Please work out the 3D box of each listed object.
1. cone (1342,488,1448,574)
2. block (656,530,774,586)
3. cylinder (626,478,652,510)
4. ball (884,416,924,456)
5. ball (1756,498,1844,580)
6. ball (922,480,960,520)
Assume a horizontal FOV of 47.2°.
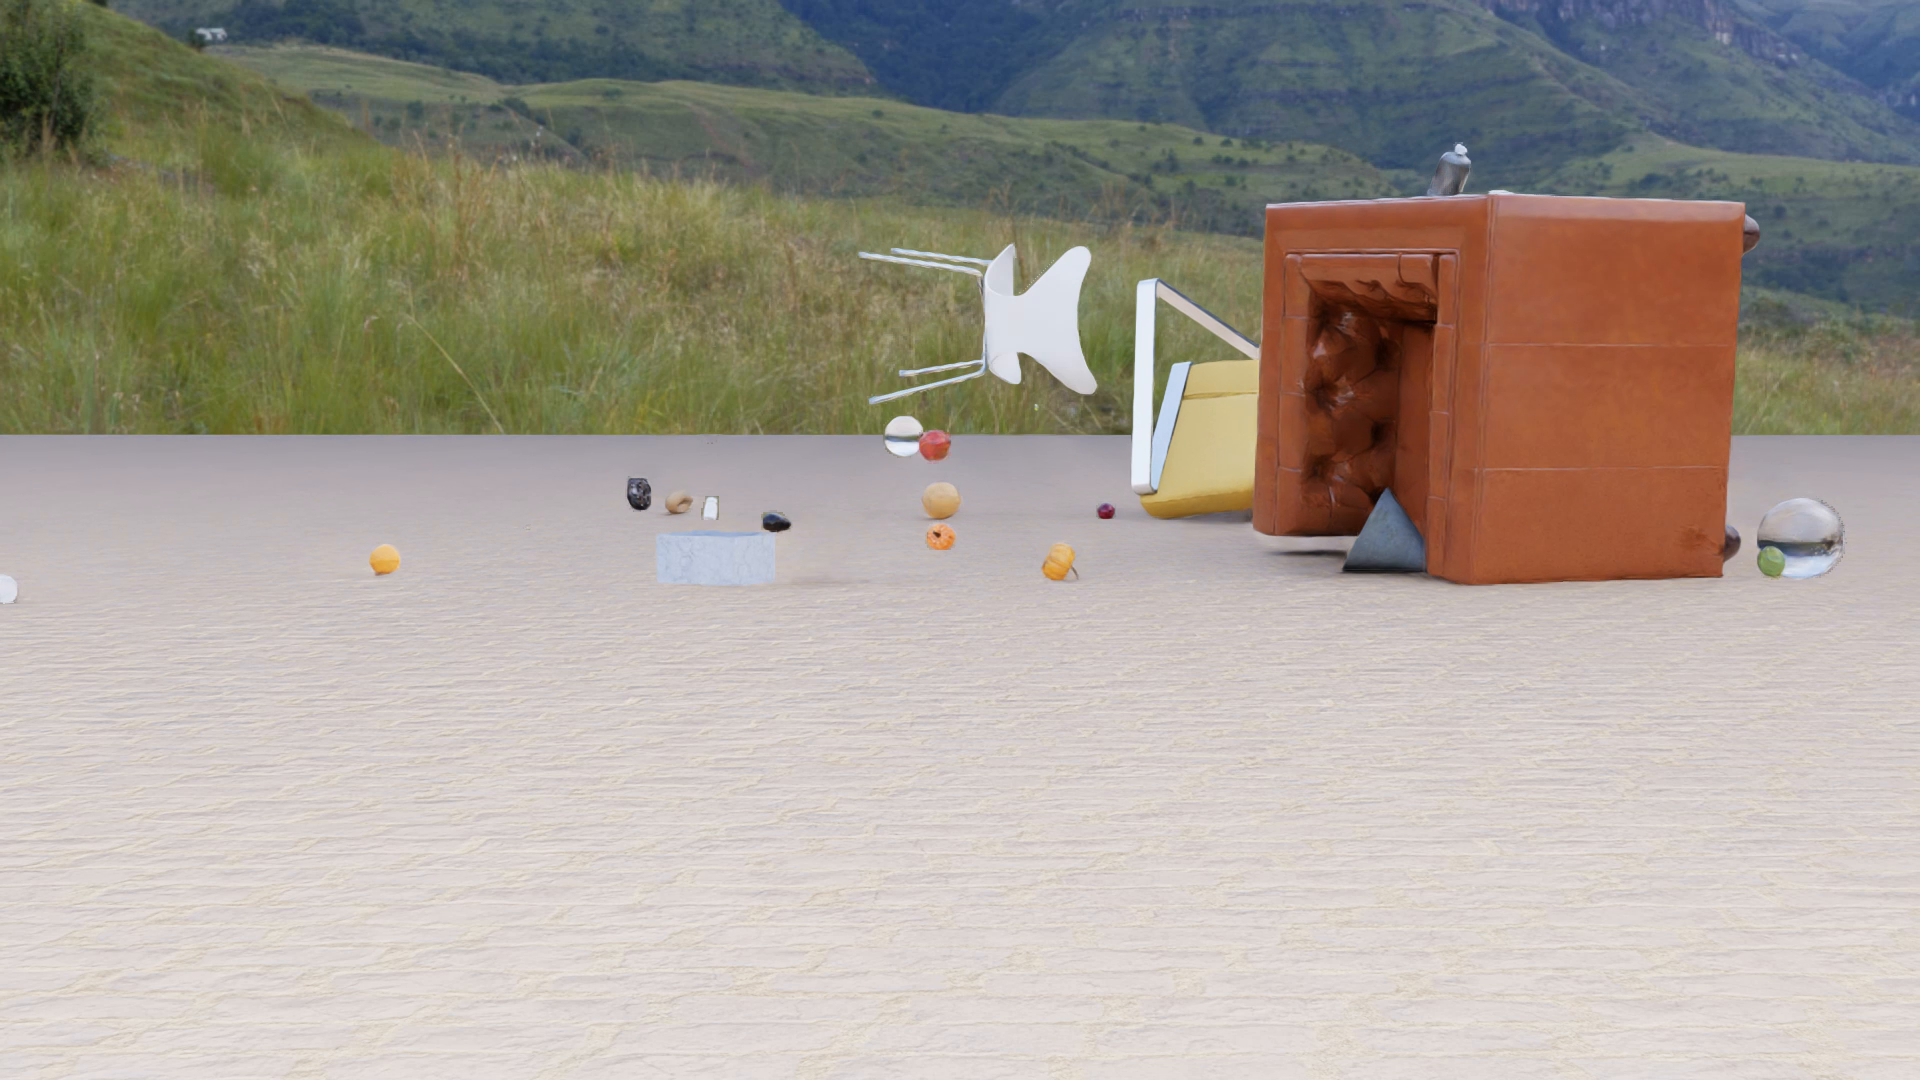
[{"bbox_3d":[1.093,0.027,5.386,0.228,0.255,0.213,29,52,11],"label":"cone"},{"bbox_3d":[-0.569,0.042,5.119,0.213,0.112,0.173,2,4,27],"label":"block"},{"bbox_3d":[-1.145,-0.166,7.848,0.061,0.116,0.062,0,12,43],"label":"cylinder"},{"bbox_3d":[-0.207,-0.387,8.161,0.150,0.150,0.150,0,4,0],"label":"ball"},{"bbox_3d":[1.978,-0.003,5.177,0.193,0.193,0.193,0,4,0],"label":"ball"},{"bbox_3d":[-0.065,-0.136,7.562,0.133,0.133,0.133,0,4,0],"label":"ball"}]
